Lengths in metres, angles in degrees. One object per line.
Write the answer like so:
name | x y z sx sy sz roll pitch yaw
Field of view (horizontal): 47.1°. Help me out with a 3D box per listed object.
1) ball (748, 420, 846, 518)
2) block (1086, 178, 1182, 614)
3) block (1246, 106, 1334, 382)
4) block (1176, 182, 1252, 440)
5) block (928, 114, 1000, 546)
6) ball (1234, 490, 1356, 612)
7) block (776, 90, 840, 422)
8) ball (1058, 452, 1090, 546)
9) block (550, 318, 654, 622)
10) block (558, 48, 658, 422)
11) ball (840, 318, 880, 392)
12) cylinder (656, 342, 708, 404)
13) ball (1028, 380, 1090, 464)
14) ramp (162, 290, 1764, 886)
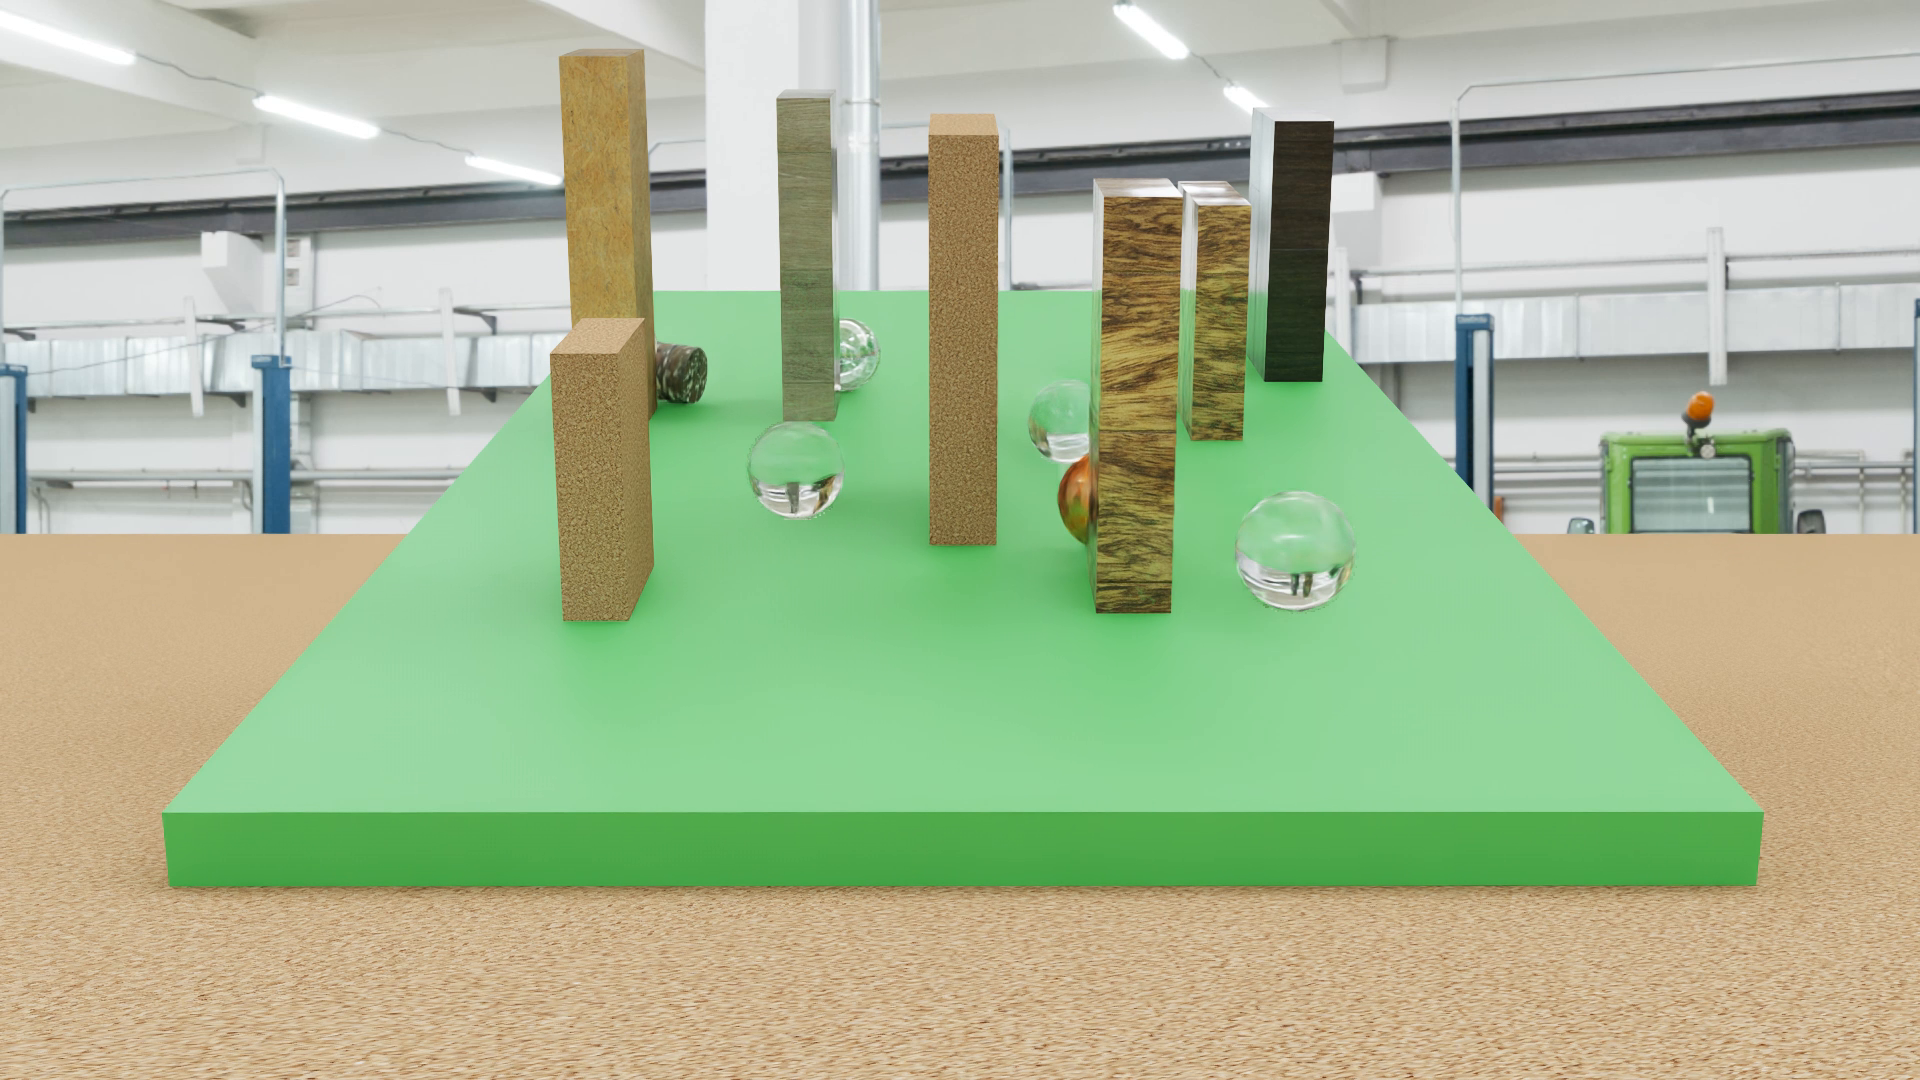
ball | -0.303 -0.130 4.082 0.181 0.181 0.181 0 0 0
block | 0.279 -0.236 3.566 0.120 0.666 0.248 0 16 0
block | 0.803 -0.734 5.415 0.140 0.619 0.399 0 16 0
block | 0.548 -0.511 4.844 0.110 0.502 0.430 0 16 0
block | 0.005 -0.395 4.027 0.119 0.721 0.427 0 16 0
ball | 0.539 0.017 3.539 0.194 0.194 0.194 0 0 0
block | -0.334 -0.635 4.905 0.115 0.705 0.251 0 16 0
ball | 0.258 -0.070 3.833 0.177 0.177 0.177 0 0 0
block | -0.578 -0.121 3.587 0.104 0.431 0.312 0 16 0
block | -0.758 -0.649 4.779 0.139 0.799 0.273 0 16 0
ball | -0.273 -0.436 5.181 0.172 0.172 0.172 0 0 0
cylinder | -0.666 -0.385 5.059 0.130 0.130 0.130 9 3 16
ball | 0.223 -0.241 4.494 0.171 0.171 0.171 0 0 0
ramp | -0.002 -0.155 4.688 2.000 0.100 4.000 0 16 0
